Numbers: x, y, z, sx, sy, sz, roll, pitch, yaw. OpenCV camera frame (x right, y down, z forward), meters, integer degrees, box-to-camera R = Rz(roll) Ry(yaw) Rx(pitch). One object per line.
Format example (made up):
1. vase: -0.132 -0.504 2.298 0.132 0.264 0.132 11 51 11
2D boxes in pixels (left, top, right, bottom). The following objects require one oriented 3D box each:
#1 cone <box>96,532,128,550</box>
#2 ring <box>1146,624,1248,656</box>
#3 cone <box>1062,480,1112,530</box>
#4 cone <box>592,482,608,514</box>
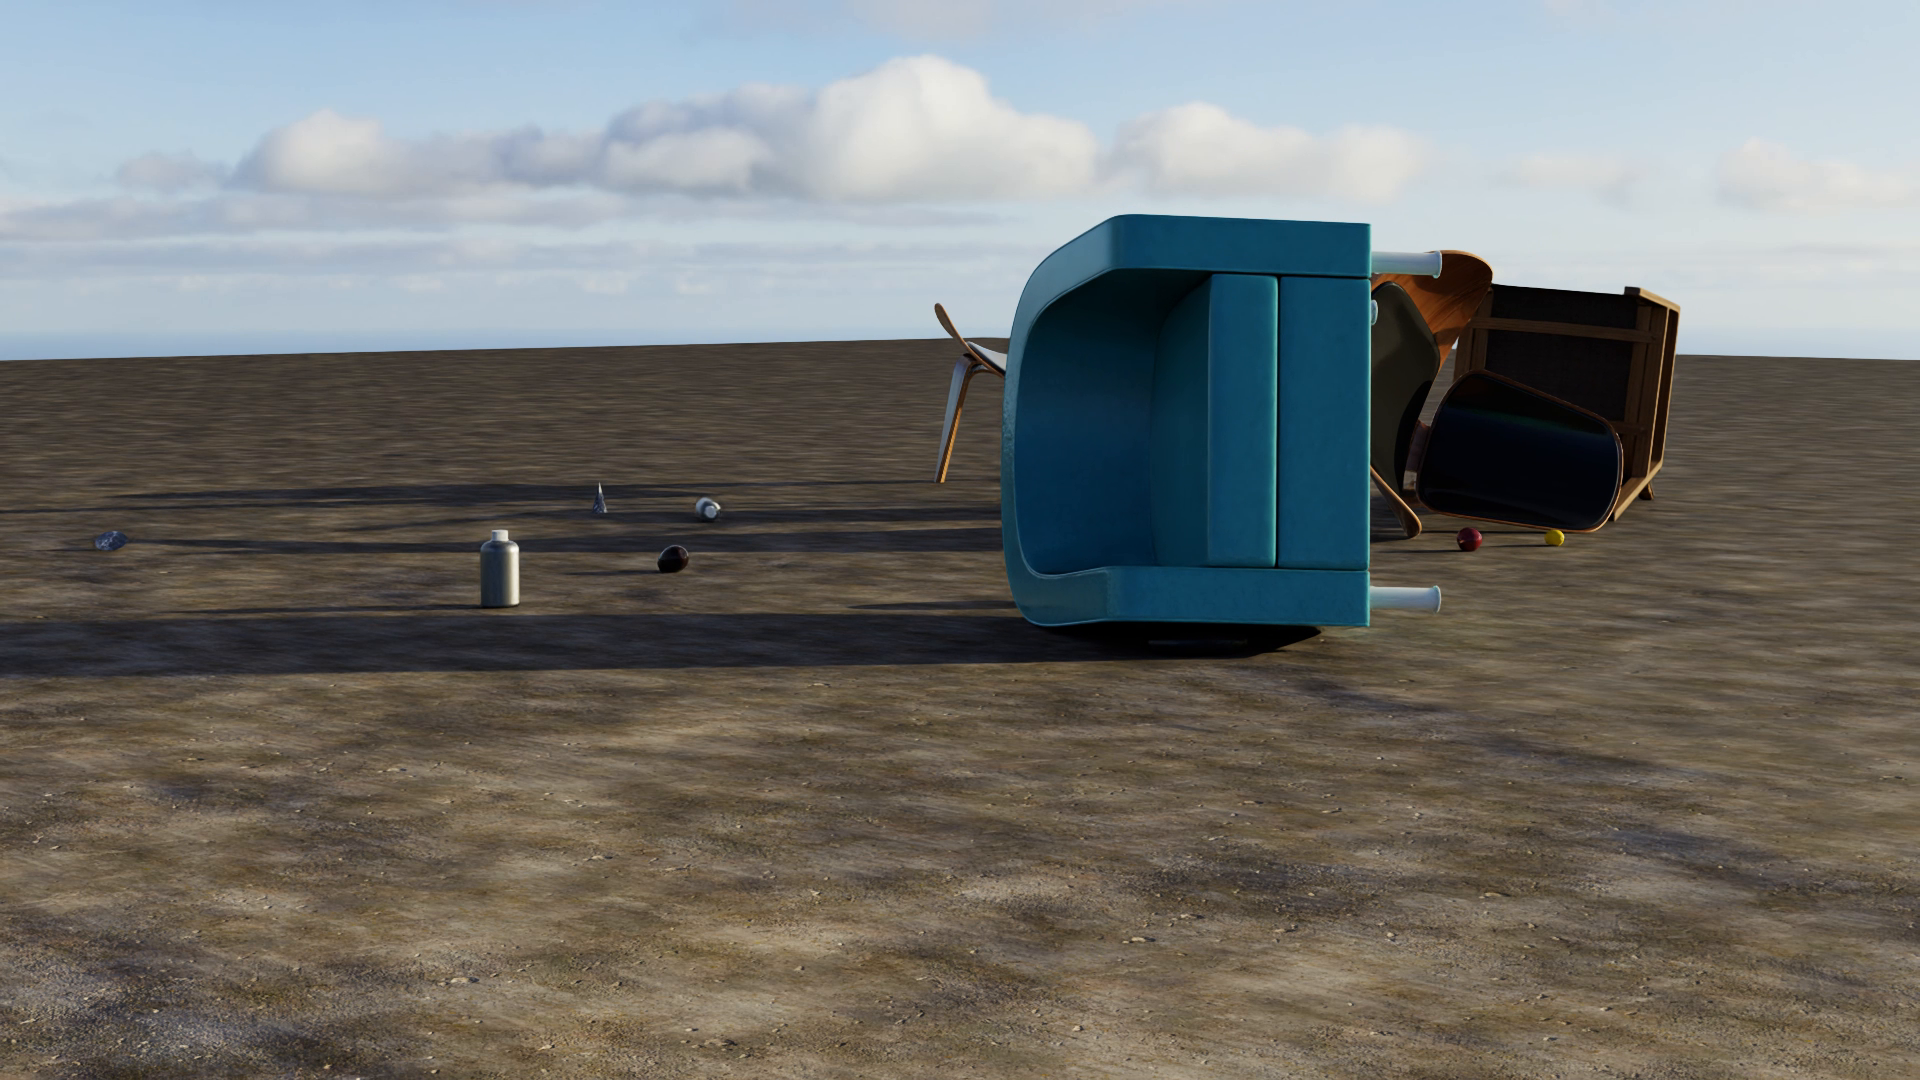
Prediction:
1. cone: -2.040 0.012 6.191 0.082 0.054 0.038 -1 -30 9
2. ring: 0.416 0.176 4.497 0.184 0.044 0.132 -2 5 -12
3. cone: 0.334 -0.097 6.713 0.129 0.131 0.146 -4 7 -31
4. cone: -1.005 -0.120 7.151 0.038 0.087 0.058 2 6 21
